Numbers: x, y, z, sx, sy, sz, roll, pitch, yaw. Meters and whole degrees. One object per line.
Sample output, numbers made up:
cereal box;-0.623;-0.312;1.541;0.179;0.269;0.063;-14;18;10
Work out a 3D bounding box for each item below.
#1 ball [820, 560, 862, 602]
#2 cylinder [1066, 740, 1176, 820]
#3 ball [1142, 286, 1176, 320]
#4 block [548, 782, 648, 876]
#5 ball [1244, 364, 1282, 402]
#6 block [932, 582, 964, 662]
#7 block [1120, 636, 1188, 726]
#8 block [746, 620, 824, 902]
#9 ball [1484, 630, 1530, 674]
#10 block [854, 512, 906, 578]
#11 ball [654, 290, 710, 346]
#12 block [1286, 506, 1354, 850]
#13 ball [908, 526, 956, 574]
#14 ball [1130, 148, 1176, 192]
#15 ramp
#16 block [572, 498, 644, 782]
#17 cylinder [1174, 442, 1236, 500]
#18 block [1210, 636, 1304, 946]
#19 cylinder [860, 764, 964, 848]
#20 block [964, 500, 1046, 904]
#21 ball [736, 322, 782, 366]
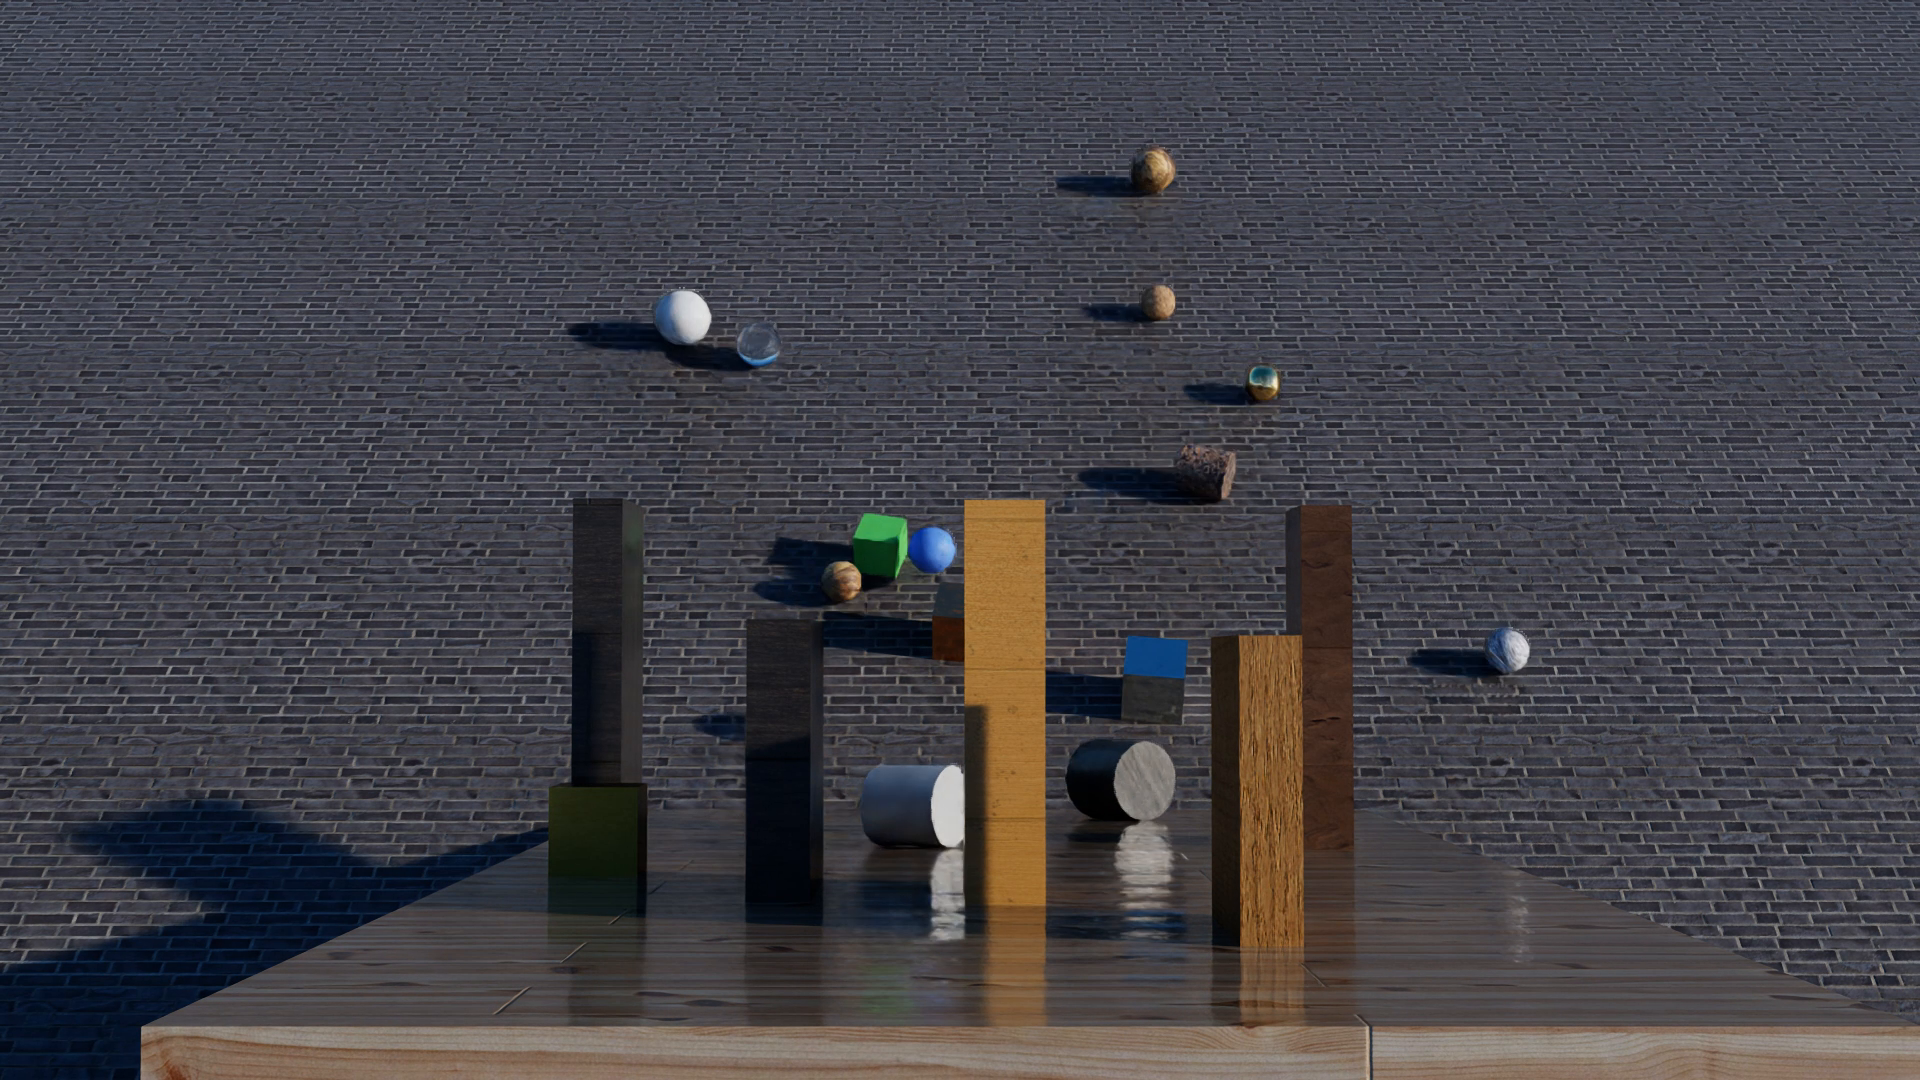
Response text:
ball;-0.353;0.123;7.739;0.124;0.124;0.124;0;37;0
cylinder;0.405;0.604;6.549;0.196;0.196;0.196;-28;14;-32
ball;0.687;-0.822;9.007;0.120;0.120;0.120;0;37;0
block;-0.689;0.551;4.961;0.167;0.167;0.167;0;-2;-1
ball;1.002;-0.519;8.601;0.120;0.120;0.120;0;37;0
block;0.011;0.240;7.551;0.162;0.162;0.162;4;37;6
block;0.549;0.396;7.335;0.171;0.171;0.171;4;37;6
block;-0.306;0.380;4.584;0.108;0.475;0.417;0;-2;0
ball;1.572;0.320;7.474;0.125;0.125;0.125;0;37;0
block;-0.241;0.017;7.876;0.131;0.131;0.131;9;38;11
ball;-0.944;-0.755;8.859;0.190;0.190;0.190;0;37;0
block;0.786;0.298;5.697;0.109;0.735;0.263;0;-2;0
ball;-0.085;0.030;7.744;0.140;0.140;0.140;0;37;0
ball;0.721;-1.381;9.716;0.166;0.166;0.166;0;37;0
ramp;0.081;0.682;4.916;2.000;0.100;4.000;0;-2;0
block;-0.706;0.285;5.226;0.096;0.720;0.339;0;-2;0
cylinder;0.771;-0.216;8.165;0.153;0.153;0.153;13;39;17
block;0.446;0.368;3.931;0.091;0.444;0.418;0;-2;0
cylinder;-0.096;0.574;5.624;0.175;0.175;0.175;-1;33;28
block;0.075;0.277;4.511;0.135;0.675;0.334;0;-2;0
ball;-0.677;-0.658;8.763;0.149;0.149;0.149;0;37;0
